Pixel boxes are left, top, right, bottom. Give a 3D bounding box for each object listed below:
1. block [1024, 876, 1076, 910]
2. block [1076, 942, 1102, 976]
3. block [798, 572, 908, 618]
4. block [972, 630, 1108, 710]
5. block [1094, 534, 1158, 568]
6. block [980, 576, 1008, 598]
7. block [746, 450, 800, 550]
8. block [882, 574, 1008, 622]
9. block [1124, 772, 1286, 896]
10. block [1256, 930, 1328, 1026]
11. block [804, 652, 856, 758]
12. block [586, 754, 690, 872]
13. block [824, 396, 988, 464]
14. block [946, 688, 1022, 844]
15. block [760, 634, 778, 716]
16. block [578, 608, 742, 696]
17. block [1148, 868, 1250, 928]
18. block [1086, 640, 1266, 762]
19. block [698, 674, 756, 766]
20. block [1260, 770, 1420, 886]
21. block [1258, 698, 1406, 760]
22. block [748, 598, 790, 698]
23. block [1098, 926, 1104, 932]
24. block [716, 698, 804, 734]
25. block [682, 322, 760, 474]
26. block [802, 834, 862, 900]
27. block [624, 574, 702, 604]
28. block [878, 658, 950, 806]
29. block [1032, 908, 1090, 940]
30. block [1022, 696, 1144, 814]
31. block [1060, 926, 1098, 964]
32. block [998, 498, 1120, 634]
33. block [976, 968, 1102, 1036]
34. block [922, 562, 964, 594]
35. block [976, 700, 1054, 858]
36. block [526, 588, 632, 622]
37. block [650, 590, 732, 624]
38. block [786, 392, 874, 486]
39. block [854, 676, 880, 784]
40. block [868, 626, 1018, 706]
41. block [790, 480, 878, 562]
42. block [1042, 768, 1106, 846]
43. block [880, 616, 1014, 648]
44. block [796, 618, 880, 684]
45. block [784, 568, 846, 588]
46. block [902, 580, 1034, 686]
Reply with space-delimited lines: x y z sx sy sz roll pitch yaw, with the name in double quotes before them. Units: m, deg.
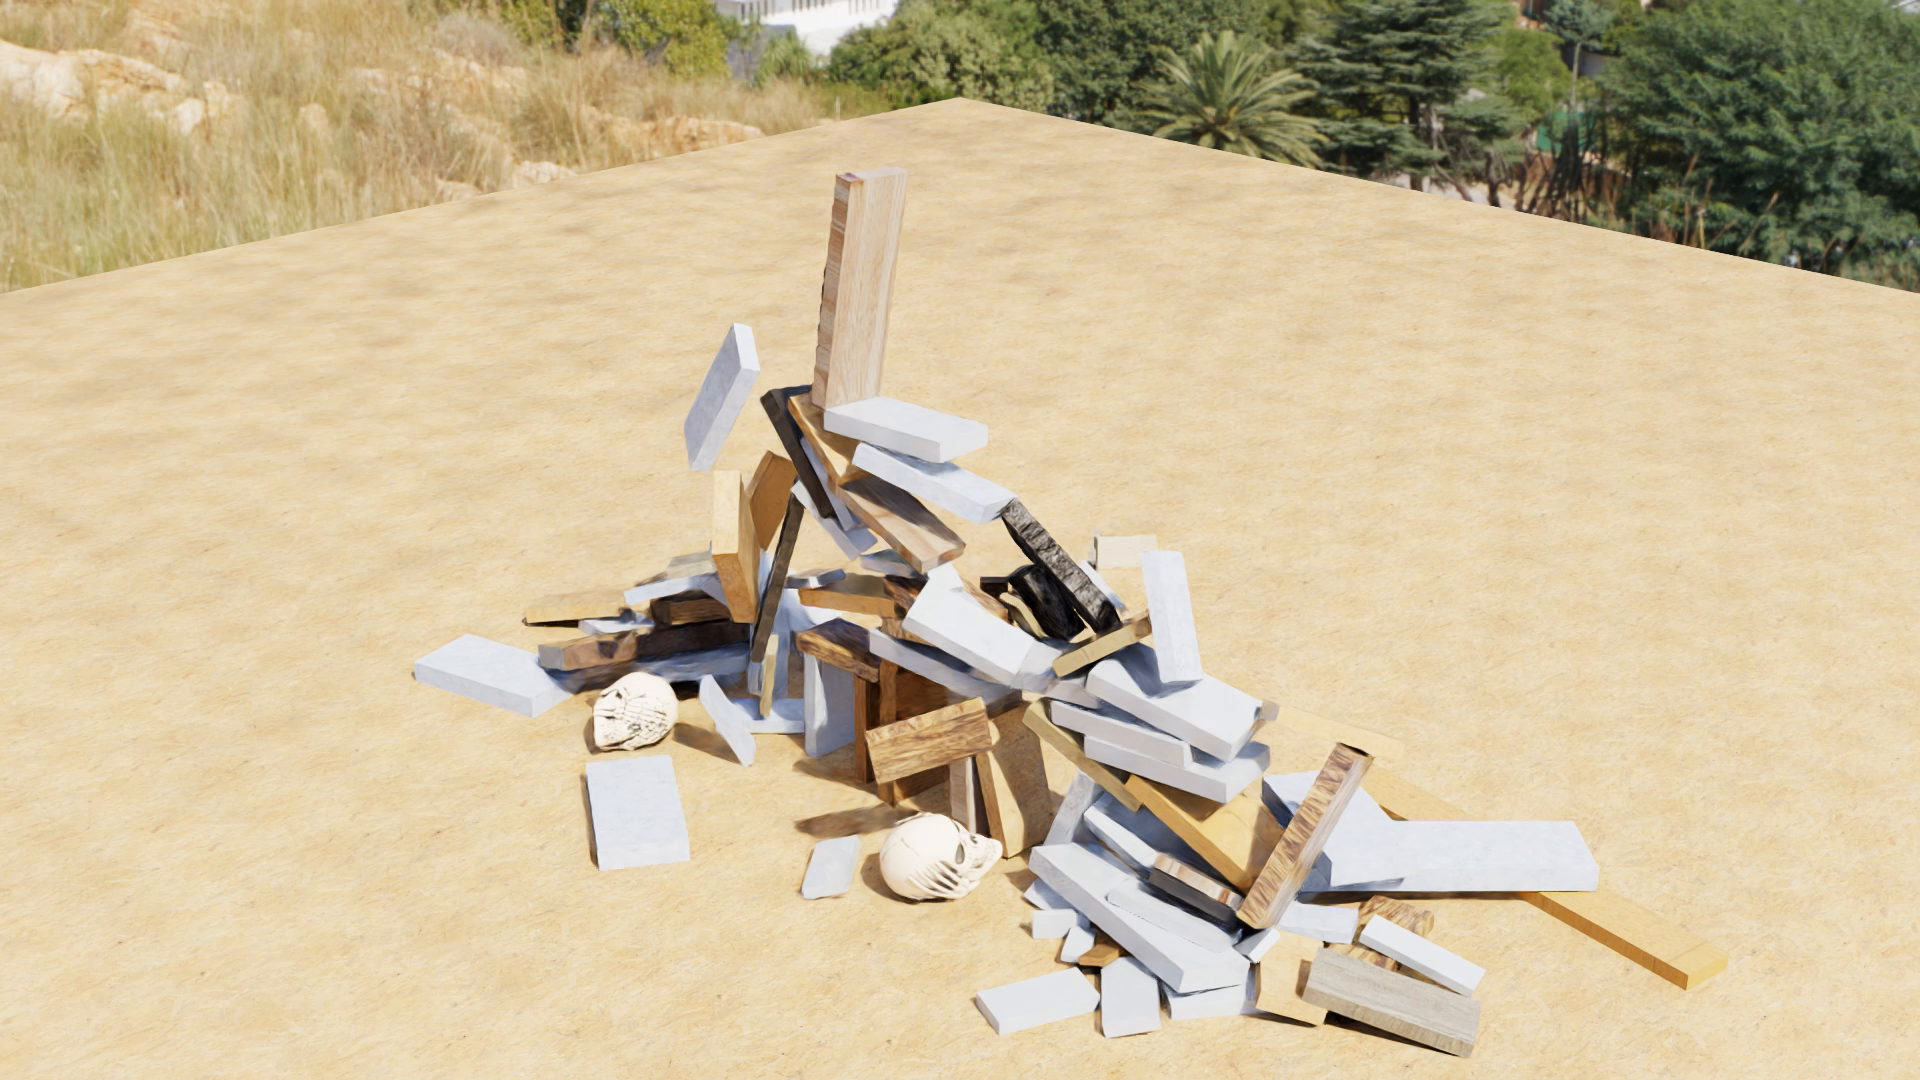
"block" 0.183 0.671 4.108 0.065 0.018 0.131 -51 41 -10
"block" 0.230 0.752 3.972 0.048 0.014 0.095 -5 24 -13
"block" -0.181 0.111 4.489 0.130 0.037 0.359 -17 12 -34
"block" 0.183 0.241 4.140 0.296 0.042 0.148 12 27 39
"block" 0.310 0.022 4.100 0.116 0.058 0.016 -2 -3 -13
"block" 0.068 0.118 4.340 0.054 0.109 0.015 0 42 1
"block" -0.414 -0.085 4.711 0.099 0.198 0.028 24 4 -41
"block" -0.029 0.117 4.251 0.131 0.037 0.261 -13 25 -27
"block" 0.461 0.503 4.009 0.302 0.043 0.151 41 43 18
"block" 0.581 0.763 3.867 0.117 0.033 0.234 15 20 2
"block" -0.273 0.333 4.668 0.120 0.240 0.034 -21 33 -40
"block" -0.650 0.544 4.416 0.176 0.050 0.351 -5 24 -12
"block" -0.107 -0.219 4.270 0.292 0.041 0.146 18 26 34
"block" 0.053 0.421 4.349 0.163 0.326 0.046 -21 28 -40
"block" -0.410 0.289 4.719 0.023 0.159 0.080 6 32 -5
"block" -0.704 0.252 5.124 0.118 0.034 0.478 -20 30 -39
"block" 0.431 0.642 3.938 0.179 0.025 0.090 25 0 25
"block" 0.392 0.285 3.961 0.296 0.042 0.148 26 37 24
"block" -0.488 0.380 4.625 0.023 0.192 0.080 -25 26 11
"block" 0.719 0.541 4.184 0.174 0.049 0.348 -4 22 -13
"block" 0.652 0.333 3.868 0.233 0.033 0.117 17 -1 -7
"block" -0.423 0.244 4.871 0.030 0.211 0.106 -11 -22 31
"block" 0.259 0.678 4.097 0.065 0.018 0.131 -19 30 -24
"block" -0.421 0.385 4.808 0.212 0.030 0.106 0 23 3
"block" -0.448 -0.264 4.112 0.037 0.261 0.131 12 40 -25
"block" -0.246 0.626 4.217 0.085 0.024 0.169 -13 21 12
"block" -0.651 0.102 5.116 0.237 0.034 0.118 -13 3 27
"block" -0.090 0.365 4.480 0.046 0.326 0.163 24 33 39
"block" 0.185 0.704 4.034 0.104 0.052 0.015 -2 23 -4
"block" 0.265 0.380 4.110 0.276 0.039 0.138 38 42 17
"block" 0.216 0.733 3.981 0.048 0.014 0.095 6 24 13
"block" 0.194 0.061 4.163 0.042 0.149 0.298 -39 64 -5
"block" 0.137 0.803 3.832 0.194 0.028 0.097 -10 25 -21
"block" -0.042 0.059 4.222 0.057 0.016 0.113 -12 48 -23
"block" 0.105 0.466 4.308 0.138 0.276 0.039 -21 16 -40
"block" -0.909 0.156 5.280 0.237 0.034 0.118 -5 14 14
"block" -0.619 0.154 5.178 0.176 0.050 0.351 -7 3 -15
"block" -0.246 -0.209 4.373 0.107 0.030 0.213 -17 60 -29
"block" -0.162 0.376 4.567 0.034 0.240 0.120 22 32 40
"block" -0.009 0.225 4.332 0.163 0.046 0.326 -21 31 -40
"block" -0.254 -0.049 4.466 0.194 0.027 0.097 49 25 2
"block" 0.242 0.517 4.197 0.138 0.276 0.039 -22 55 -42
"block" -0.026 0.167 4.294 0.131 0.037 0.261 -17 16 -34
"block" -0.213 0.228 4.562 0.240 0.034 0.120 20 30 39
"block" -0.307 0.080 4.609 0.080 0.023 0.159 -15 6 -24
"block" 0.016 0.170 4.056 0.226 0.032 0.113 29 41 3
